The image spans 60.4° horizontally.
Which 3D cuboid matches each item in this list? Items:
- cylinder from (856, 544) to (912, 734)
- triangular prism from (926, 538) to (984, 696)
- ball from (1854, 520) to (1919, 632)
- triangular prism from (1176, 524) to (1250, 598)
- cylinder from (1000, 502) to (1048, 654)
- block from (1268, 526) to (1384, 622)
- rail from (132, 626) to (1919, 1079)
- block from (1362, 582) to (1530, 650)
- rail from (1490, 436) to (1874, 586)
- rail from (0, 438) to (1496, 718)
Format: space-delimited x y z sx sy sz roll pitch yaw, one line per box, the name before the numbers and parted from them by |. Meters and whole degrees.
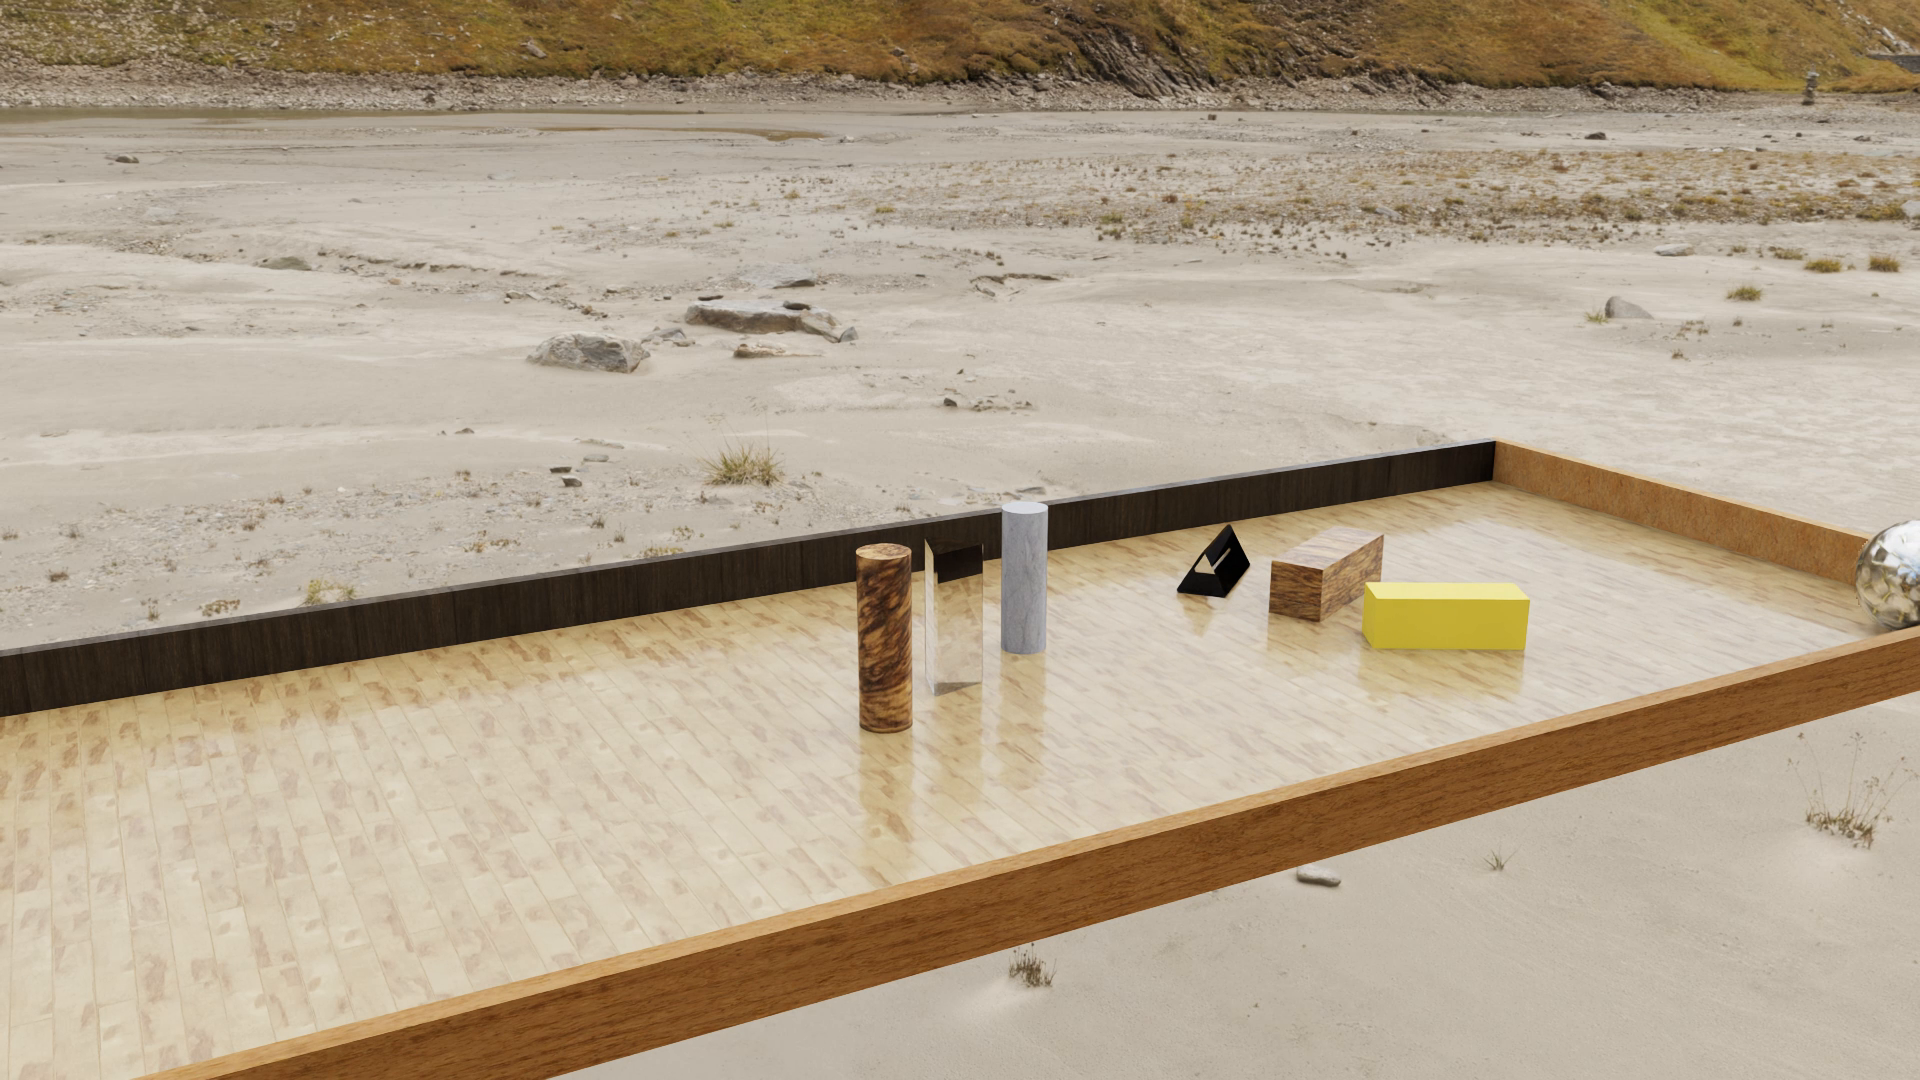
cylinder | -0.174 0.229 3.826 0.127 0.423 0.127 0 16 0
triangular prism | -0.043 0.182 4.093 0.151 0.363 0.131 -13 21 -38
ball | 2.589 0.103 4.440 0.318 0.318 0.318 0 16 0
triangular prism | 0.764 0.054 4.935 0.145 0.125 0.330 7 18 21
cylinder | 0.169 0.100 4.334 0.120 0.384 0.120 0 16 0
block | 1.063 0.093 4.766 0.154 0.154 0.440 11 20 34
rail | -2.336 1.006 1.665 12.000 0.150 0.050 -9 18 -27
block | 1.297 0.202 4.419 0.401 0.139 0.139 0 16 1
rail | 2.466 -0.048 5.253 0.050 0.150 2.100 -9 18 -27
rail | -3.305 0.497 3.399 12.000 0.150 0.050 -9 18 -27
